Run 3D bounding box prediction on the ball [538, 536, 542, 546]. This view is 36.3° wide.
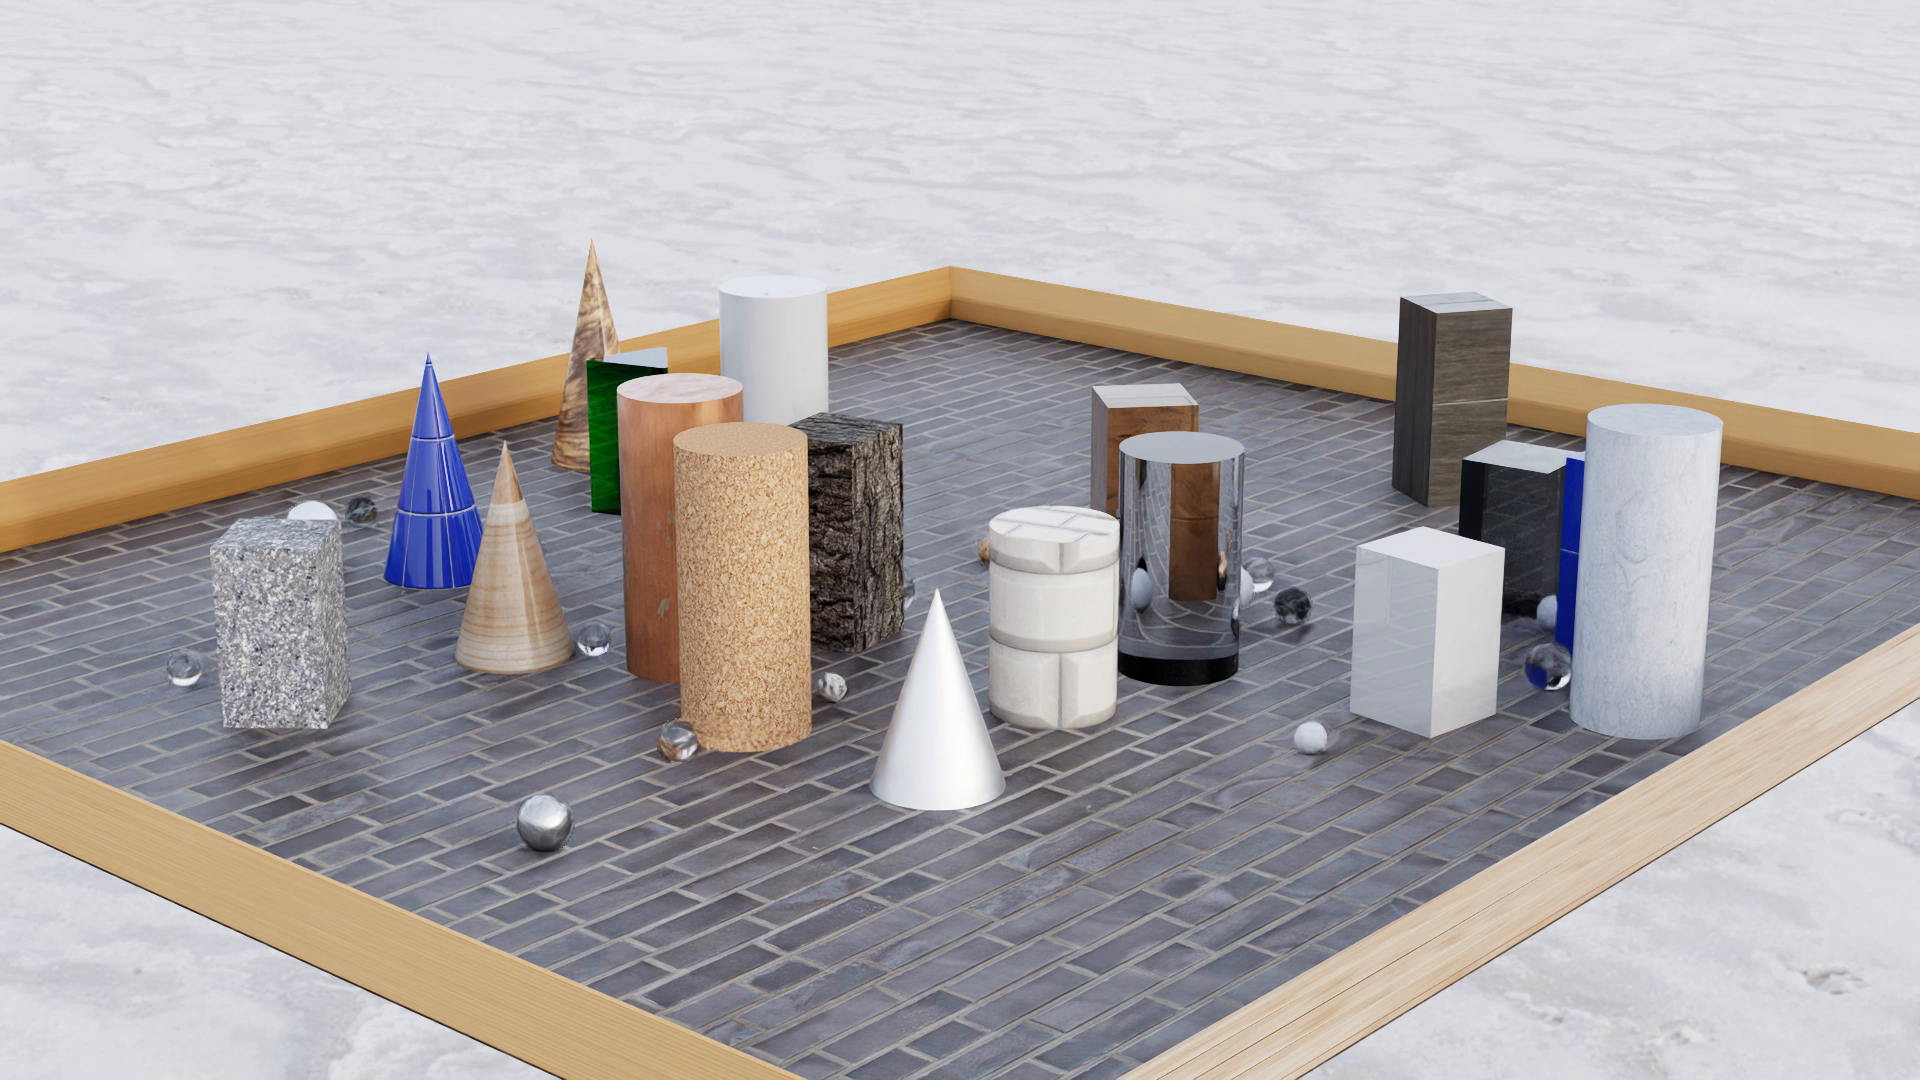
[{"bbox_3d":[-0.792,0.012,5.286,0.074,0.074,0.074,0,17,0],"label":"ball"}]

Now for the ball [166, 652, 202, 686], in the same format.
[{"bbox_3d":[-1.239,0.206,4.676,0.055,0.055,0.055,0,17,0],"label":"ball"}]

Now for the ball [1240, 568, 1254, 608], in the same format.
[{"bbox_3d":[0.468,0.082,5.051,0.077,0.077,0.077,0,17,0],"label":"ball"}]

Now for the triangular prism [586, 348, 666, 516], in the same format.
[{"bbox_3d":[-0.600,-0.209,5.629,0.173,0.300,0.150,7,18,22],"label":"triangular prism"}]

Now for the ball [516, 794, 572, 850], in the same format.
[{"bbox_3d":[-0.572,0.388,4.034,0.076,0.076,0.076,0,17,0],"label":"ball"}]

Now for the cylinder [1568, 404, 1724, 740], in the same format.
[{"bbox_3d":[1.045,0.047,4.477,0.200,0.475,0.200,0,17,0],"label":"cylinder"}]

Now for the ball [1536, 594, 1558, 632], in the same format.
[{"bbox_3d":[1.002,0.124,4.933,0.064,0.064,0.064,0,17,0],"label":"ball"}]

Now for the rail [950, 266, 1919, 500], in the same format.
[{"bbox_3d":[1.088,-0.329,6.320,2.990,0.130,0.045,14,22,39],"label":"rail"}]

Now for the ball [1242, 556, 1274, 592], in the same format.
[{"bbox_3d":[0.521,0.061,5.147,0.062,0.062,0.062,0,17,0],"label":"ball"}]

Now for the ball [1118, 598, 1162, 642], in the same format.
[{"bbox_3d":[0.301,0.133,4.886,0.073,0.073,0.073,0,17,0],"label":"ball"}]

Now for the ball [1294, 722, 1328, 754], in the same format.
[{"bbox_3d":[0.526,0.296,4.390,0.048,0.048,0.048,0,17,0],"label":"ball"}]

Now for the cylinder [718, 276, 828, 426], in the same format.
[{"bbox_3d":[-0.344,-0.243,5.454,0.200,0.466,0.200,0,17,0],"label":"cylinder"}]

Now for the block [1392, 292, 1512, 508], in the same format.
[{"bbox_3d":[0.955,-0.274,5.702,0.160,0.384,0.160,-5,18,-17],"label":"block"}]

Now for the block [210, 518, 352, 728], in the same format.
[{"bbox_3d":[-1.048,0.128,4.533,0.160,0.287,0.160,1,17,2],"label":"block"}]

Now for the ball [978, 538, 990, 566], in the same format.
[{"bbox_3d":[0.058,0.020,5.299,0.052,0.052,0.052,0,17,0],"label":"ball"}]

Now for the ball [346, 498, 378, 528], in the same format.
[{"bbox_3d":[-1.129,-0.052,5.530,0.057,0.057,0.057,0,17,0],"label":"ball"}]

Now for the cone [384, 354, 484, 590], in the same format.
[{"bbox_3d":[-0.932,-0.136,5.199,0.200,0.409,0.200,0,17,0],"label":"cone"}]

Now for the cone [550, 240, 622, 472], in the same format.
[{"bbox_3d":[-0.738,-0.387,5.940,0.200,0.462,0.200,0,17,0],"label":"cone"}]

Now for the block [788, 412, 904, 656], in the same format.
[{"bbox_3d":[-0.204,-0.013,4.878,0.160,0.358,0.160,9,19,29],"label":"block"}]

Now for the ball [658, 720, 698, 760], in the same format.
[{"bbox_3d":[-0.420,0.298,4.363,0.059,0.059,0.059,0,17,0],"label":"ball"}]

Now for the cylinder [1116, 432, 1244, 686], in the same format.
[{"bbox_3d":[0.353,0.029,4.722,0.200,0.368,0.200,0,17,0],"label":"cylinder"}]

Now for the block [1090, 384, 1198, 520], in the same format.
[{"bbox_3d":[0.324,-0.094,5.191,0.160,0.333,0.160,-2,17,-7],"label":"block"}]

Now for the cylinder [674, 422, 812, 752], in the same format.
[{"bbox_3d":[-0.327,0.070,4.428,0.200,0.460,0.200,0,17,0],"label":"cylinder"}]

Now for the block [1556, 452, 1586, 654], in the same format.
[{"bbox_3d":[1.086,0.032,4.751,0.160,0.344,0.160,-15,23,-42],"label":"block"}]

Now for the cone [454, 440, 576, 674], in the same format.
[{"bbox_3d":[-0.733,0.013,4.779,0.200,0.366,0.200,0,17,0],"label":"cone"}]

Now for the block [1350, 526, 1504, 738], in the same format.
[{"bbox_3d":[0.720,0.140,4.524,0.160,0.269,0.160,-15,22,-40],"label":"block"}]

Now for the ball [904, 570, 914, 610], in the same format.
[{"bbox_3d":[-0.119,0.087,5.024,0.084,0.084,0.084,0,17,0],"label":"ball"}]

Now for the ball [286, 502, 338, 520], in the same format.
[{"bbox_3d":[-1.182,-0.020,5.350,0.100,0.100,0.100,0,17,0],"label":"ball"}]

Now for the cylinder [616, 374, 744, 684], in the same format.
[{"bbox_3d":[-0.444,-0.020,4.721,0.200,0.462,0.200,0,17,0],"label":"cylinder"}]

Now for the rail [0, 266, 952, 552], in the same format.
[{"bbox_3d":[-1.111,-0.246,6.043,0.045,0.130,3.368,14,22,39],"label":"rail"}]

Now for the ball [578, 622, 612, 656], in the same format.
[{"bbox_3d":[-0.601,0.163,4.819,0.055,0.055,0.055,0,17,0],"label":"ball"}]

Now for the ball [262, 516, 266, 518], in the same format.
[{"bbox_3d":[-1.254,0.004,5.286,0.091,0.091,0.091,0,17,0],"label":"ball"}]

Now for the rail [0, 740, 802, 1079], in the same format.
[{"bbox_3d":[-1.088,0.394,3.919,2.990,0.130,0.045,14,22,39],"label":"rail"}]

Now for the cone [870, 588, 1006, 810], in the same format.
[{"bbox_3d":[-0.033,0.212,4.230,0.200,0.302,0.200,0,17,0],"label":"cone"}]

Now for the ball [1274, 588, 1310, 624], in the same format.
[{"bbox_3d":[0.563,0.112,4.975,0.062,0.062,0.062,0,17,0],"label":"ball"}]

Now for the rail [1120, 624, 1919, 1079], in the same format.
[{"bbox_3d":[1.111,0.311,4.196,0.045,0.130,3.368,14,22,39],"label":"rail"}]

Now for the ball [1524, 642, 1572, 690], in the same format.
[{"bbox_3d":[0.937,0.201,4.657,0.077,0.077,0.077,0,17,0],"label":"ball"}]

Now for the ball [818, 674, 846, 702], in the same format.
[{"bbox_3d":[-0.202,0.232,4.605,0.046,0.046,0.046,0,17,0],"label":"ball"}]

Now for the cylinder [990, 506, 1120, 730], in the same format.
[{"bbox_3d":[0.145,0.119,4.542,0.200,0.300,0.200,0,17,0],"label":"cylinder"}]

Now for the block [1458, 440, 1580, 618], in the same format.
[{"bbox_3d":[0.971,-0.020,5.073,0.160,0.259,0.160,12,20,34],"label":"block"}]
